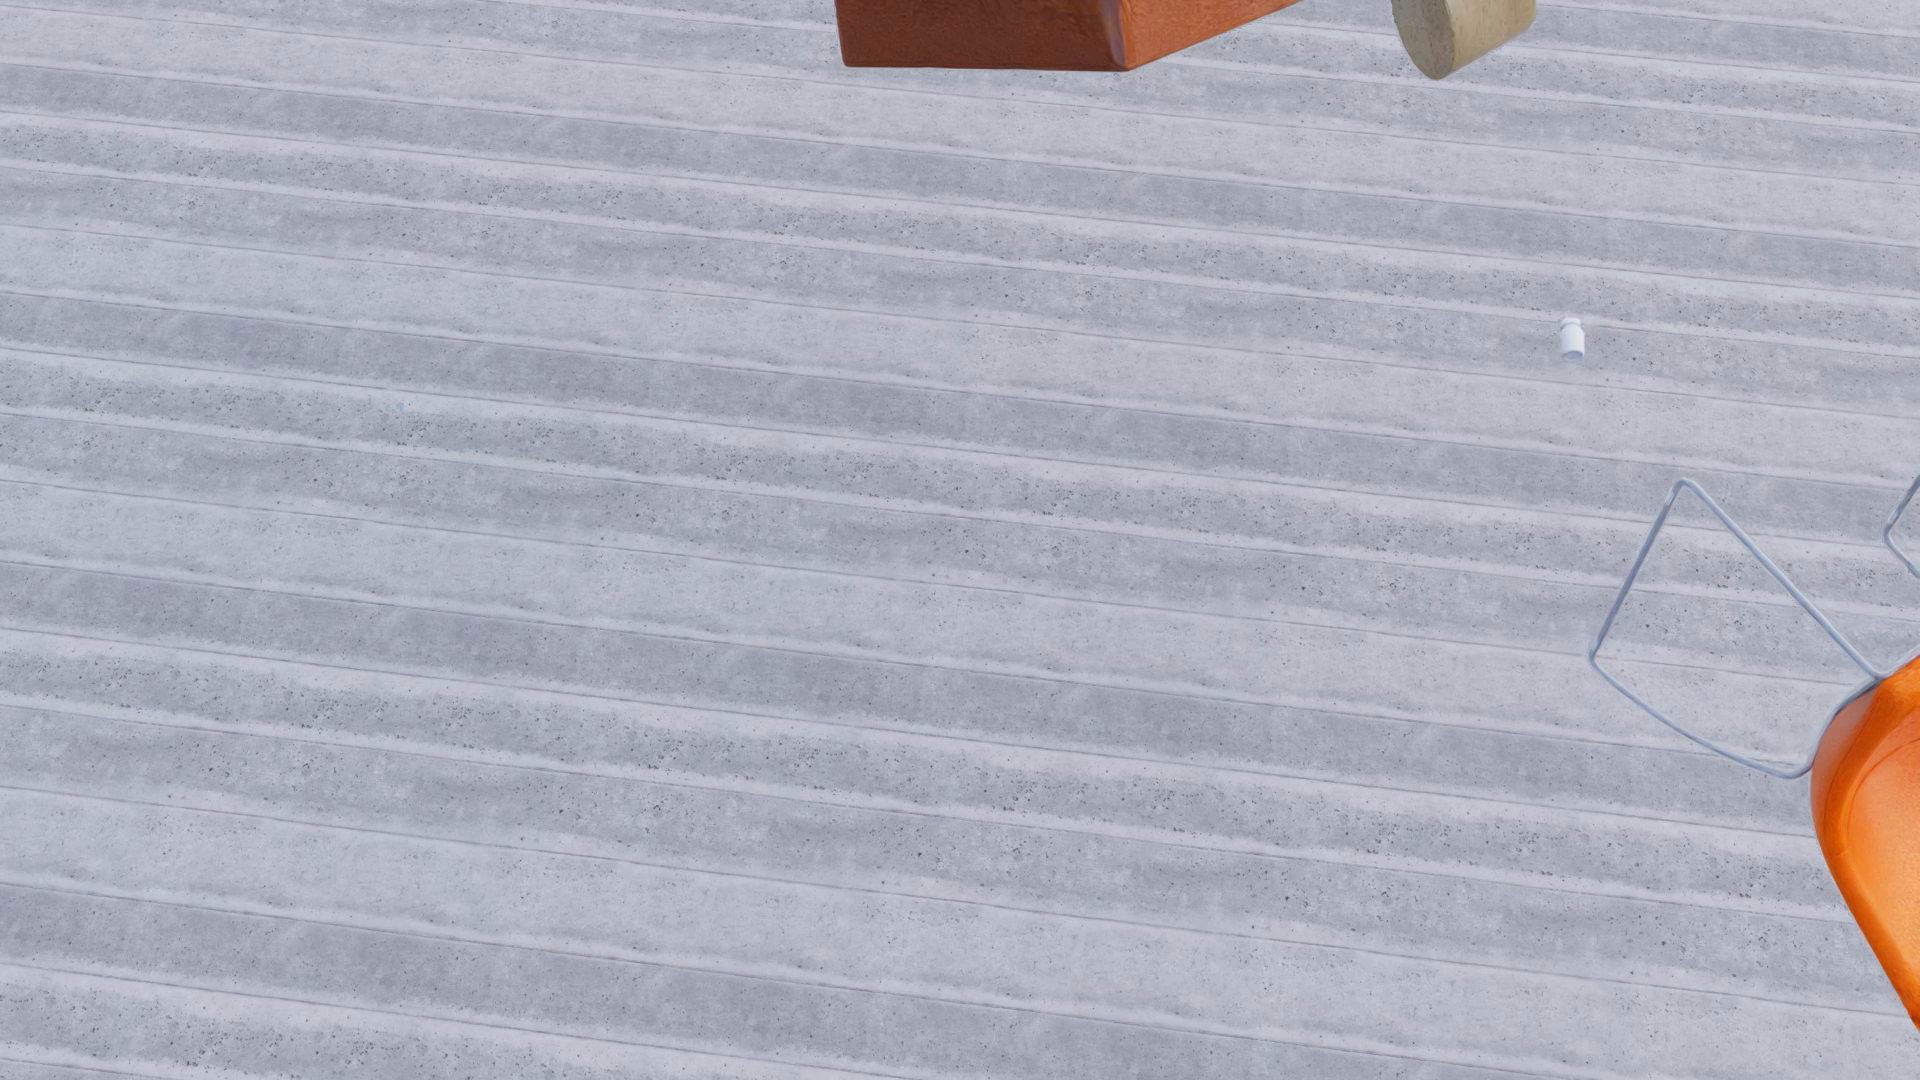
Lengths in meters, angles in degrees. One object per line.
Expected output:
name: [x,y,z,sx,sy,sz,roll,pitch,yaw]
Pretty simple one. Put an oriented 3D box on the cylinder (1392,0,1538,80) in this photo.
cylinder: [0.706,-0.765,3.086,0.144,0.205,0.143,-30,50,-9]
